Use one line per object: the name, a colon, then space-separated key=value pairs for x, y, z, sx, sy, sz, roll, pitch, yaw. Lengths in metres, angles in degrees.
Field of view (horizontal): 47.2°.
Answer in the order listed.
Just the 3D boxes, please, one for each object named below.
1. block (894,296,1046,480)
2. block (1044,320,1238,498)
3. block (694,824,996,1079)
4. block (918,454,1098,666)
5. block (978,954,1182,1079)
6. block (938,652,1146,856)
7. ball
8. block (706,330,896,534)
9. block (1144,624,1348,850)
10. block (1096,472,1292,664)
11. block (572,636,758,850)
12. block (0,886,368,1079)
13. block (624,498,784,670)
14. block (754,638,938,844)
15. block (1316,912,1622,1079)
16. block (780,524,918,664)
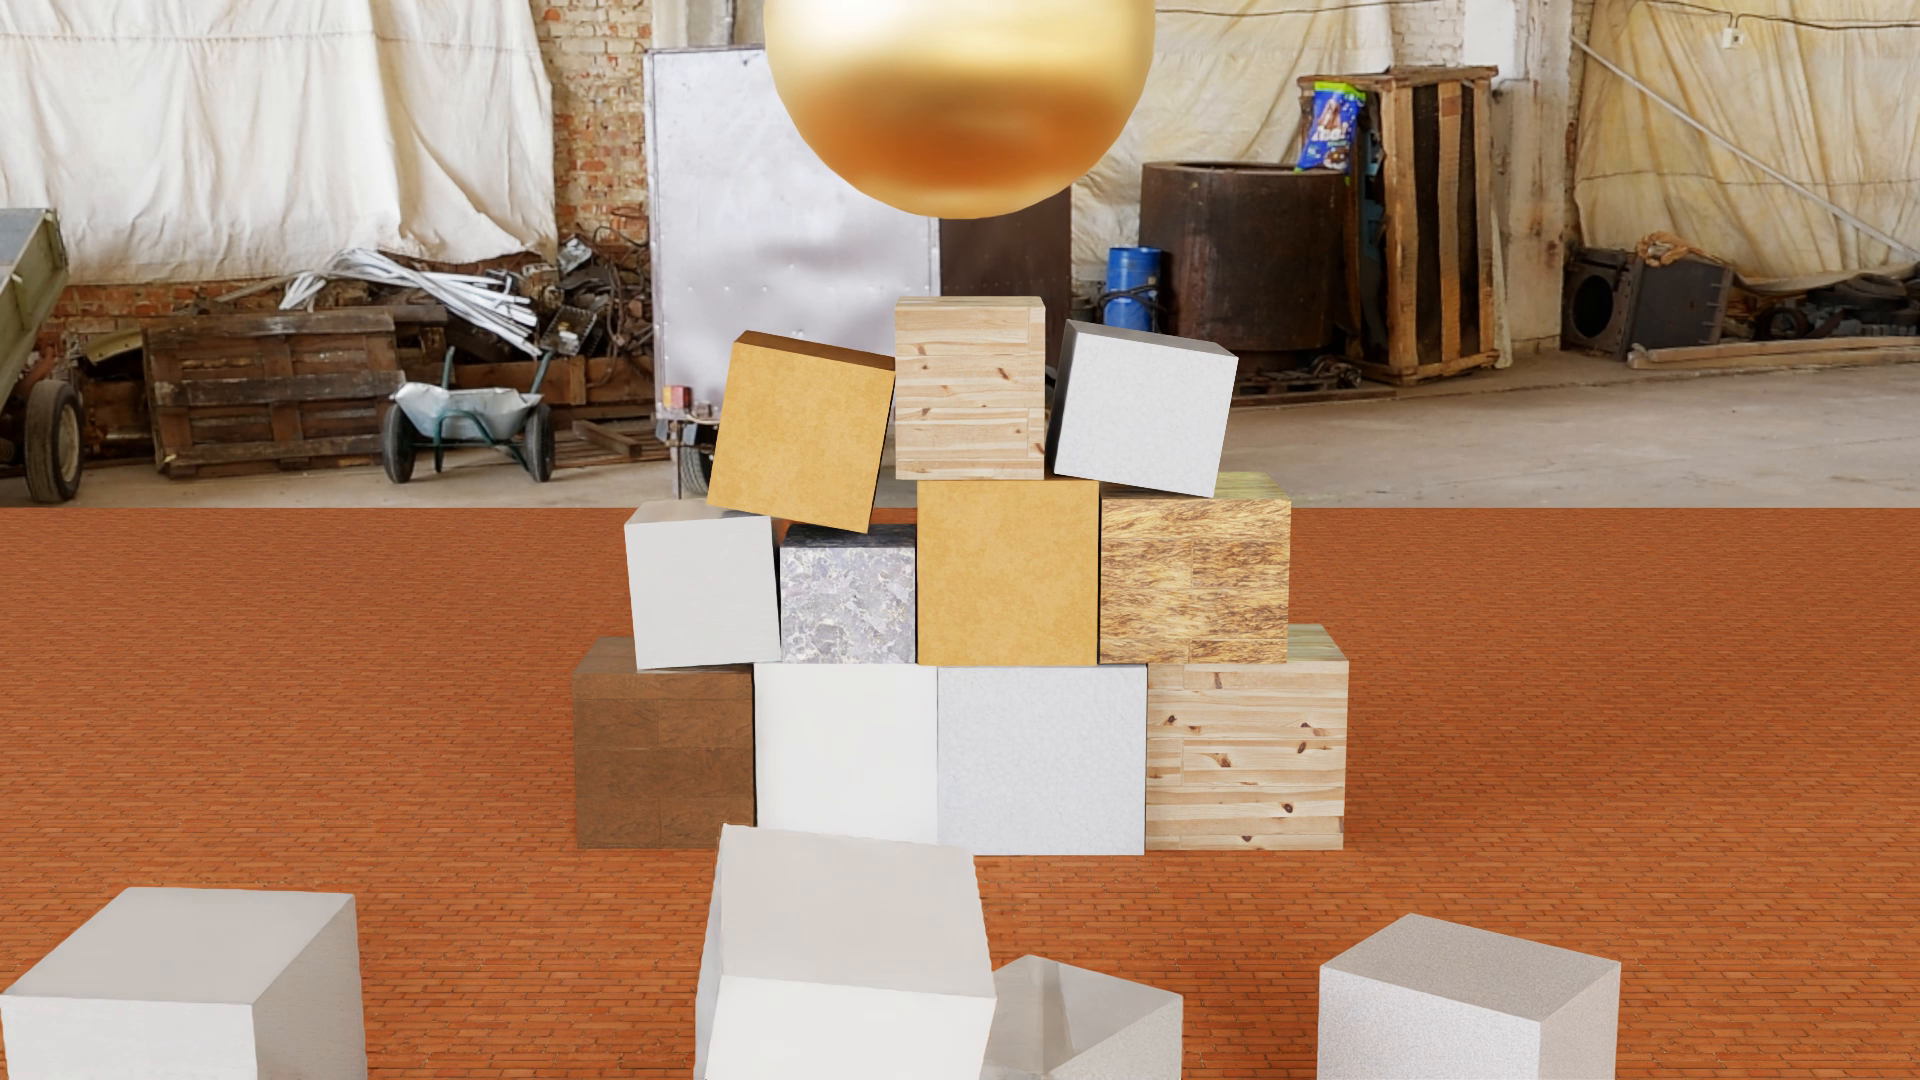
block: x=0.049 y=-0.771 z=10.981 sx=0.721 sy=0.839 sz=0.709 roll=0 pitch=10 yaw=0
block: x=0.889 y=-0.671 z=11.012 sx=0.783 sy=0.692 sz=0.768 roll=9 pitch=10 yaw=-3
block: x=-0.354 y=1.320 z=6.345 sx=0.747 sy=0.632 sz=0.718 roll=7 pitch=25 yaw=-9
block: x=0.231 y=0.085 z=11.190 sx=0.880 sy=0.919 sz=0.911 roll=0 pitch=10 yaw=0
block: x=0.239 y=1.879 z=7.092 sx=0.618 sy=0.762 sz=0.794 roll=7 pitch=13 yaw=37
block: x=0.402 y=1.008 z=11.351 sx=1.026 sy=0.956 sz=1.000 roll=0 pitch=10 yaw=0
ball: x=0.000 y=-2.113 z=8.958 sx=1.600 sy=1.600 sz=1.600 roll=0 pitch=10 yaw=0
block: x=-0.778 y=-0.558 z=11.082 sx=0.801 sy=0.812 sz=0.690 roll=10 pitch=10 yaw=-2
block: x=1.425 y=0.999 z=11.363 sx=0.990 sy=0.969 sz=0.862 roll=0 pitch=10 yaw=0
block: x=1.147 y=0.123 z=11.190 sx=0.918 sy=0.816 sz=0.913 roll=0 pitch=10 yaw=0
block: x=-1.475 y=1.033 z=11.357 sx=0.889 sy=0.905 sz=0.825 roll=0 pitch=10 yaw=0
block: x=-2.489 y=1.750 z=7.190 sx=0.796 sy=0.937 sz=0.859 roll=1 pitch=14 yaw=5
block: x=-1.272 y=0.199 z=11.236 sx=0.722 sy=0.734 sz=0.695 roll=-4 pitch=10 yaw=1
block: x=-0.568 y=1.010 z=11.381 sx=0.905 sy=0.942 sz=0.781 roll=0 pitch=10 yaw=0
block: x=1.763 y=1.809 z=7.650 sx=0.801 sy=0.703 sz=0.675 roll=8 pitch=13 yaw=37
block: x=-0.555 y=0.265 z=11.209 sx=0.662 sy=0.585 sz=0.697 roll=0 pitch=10 yaw=0
